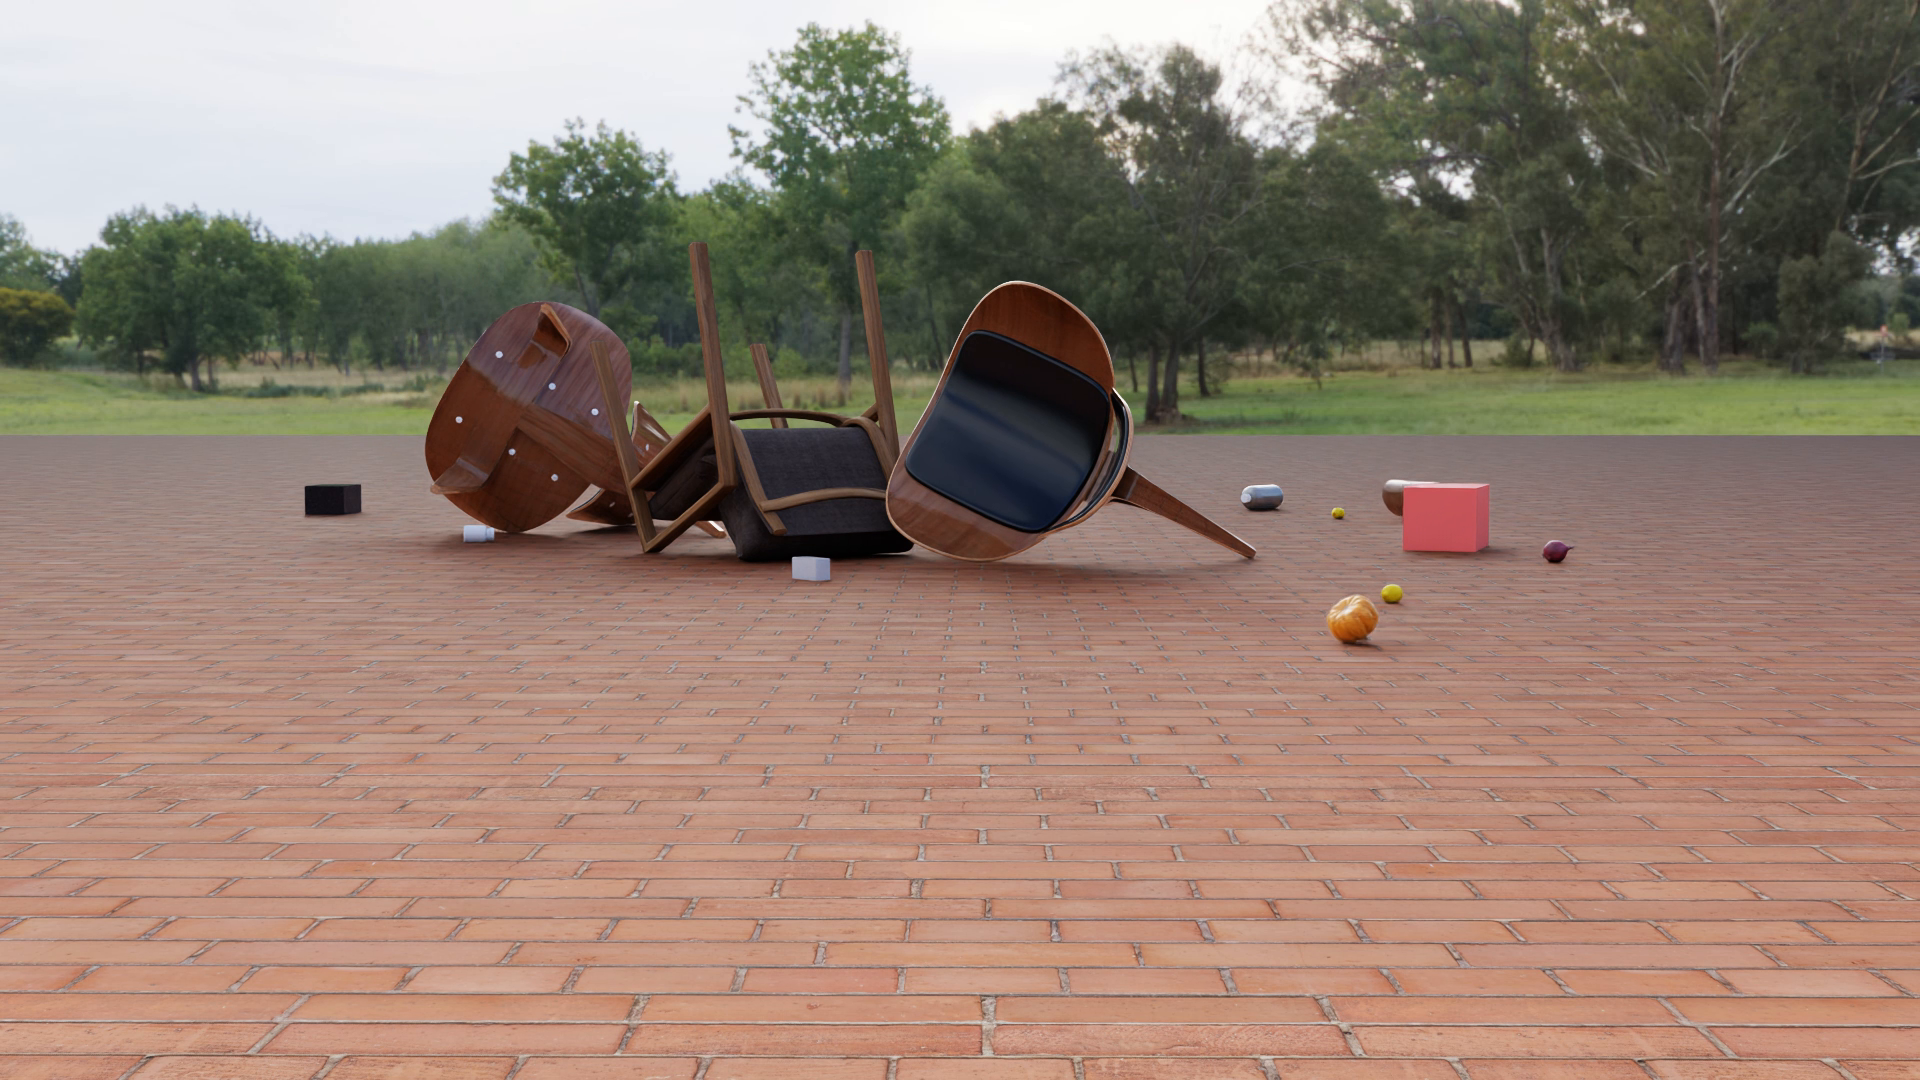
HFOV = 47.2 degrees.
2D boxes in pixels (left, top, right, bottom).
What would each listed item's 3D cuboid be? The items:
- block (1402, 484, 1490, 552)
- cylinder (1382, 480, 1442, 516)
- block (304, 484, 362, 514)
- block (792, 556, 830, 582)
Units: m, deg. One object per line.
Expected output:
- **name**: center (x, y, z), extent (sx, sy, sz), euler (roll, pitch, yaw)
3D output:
- **block**: center (1.377, -0.066, 6.222), extent (0.199, 0.176, 0.276), euler (1, 4, 21)
- **cylinder**: center (1.593, -0.139, 7.617), extent (0.163, 0.112, 0.225), euler (36, -14, -26)
- **block**: center (-2.266, -0.147, 7.952), extent (0.144, 0.102, 0.172), euler (0, 4, 5)
- **block**: center (-0.352, 0.067, 5.191), extent (0.043, 0.051, 0.090), euler (-4, 5, -42)
